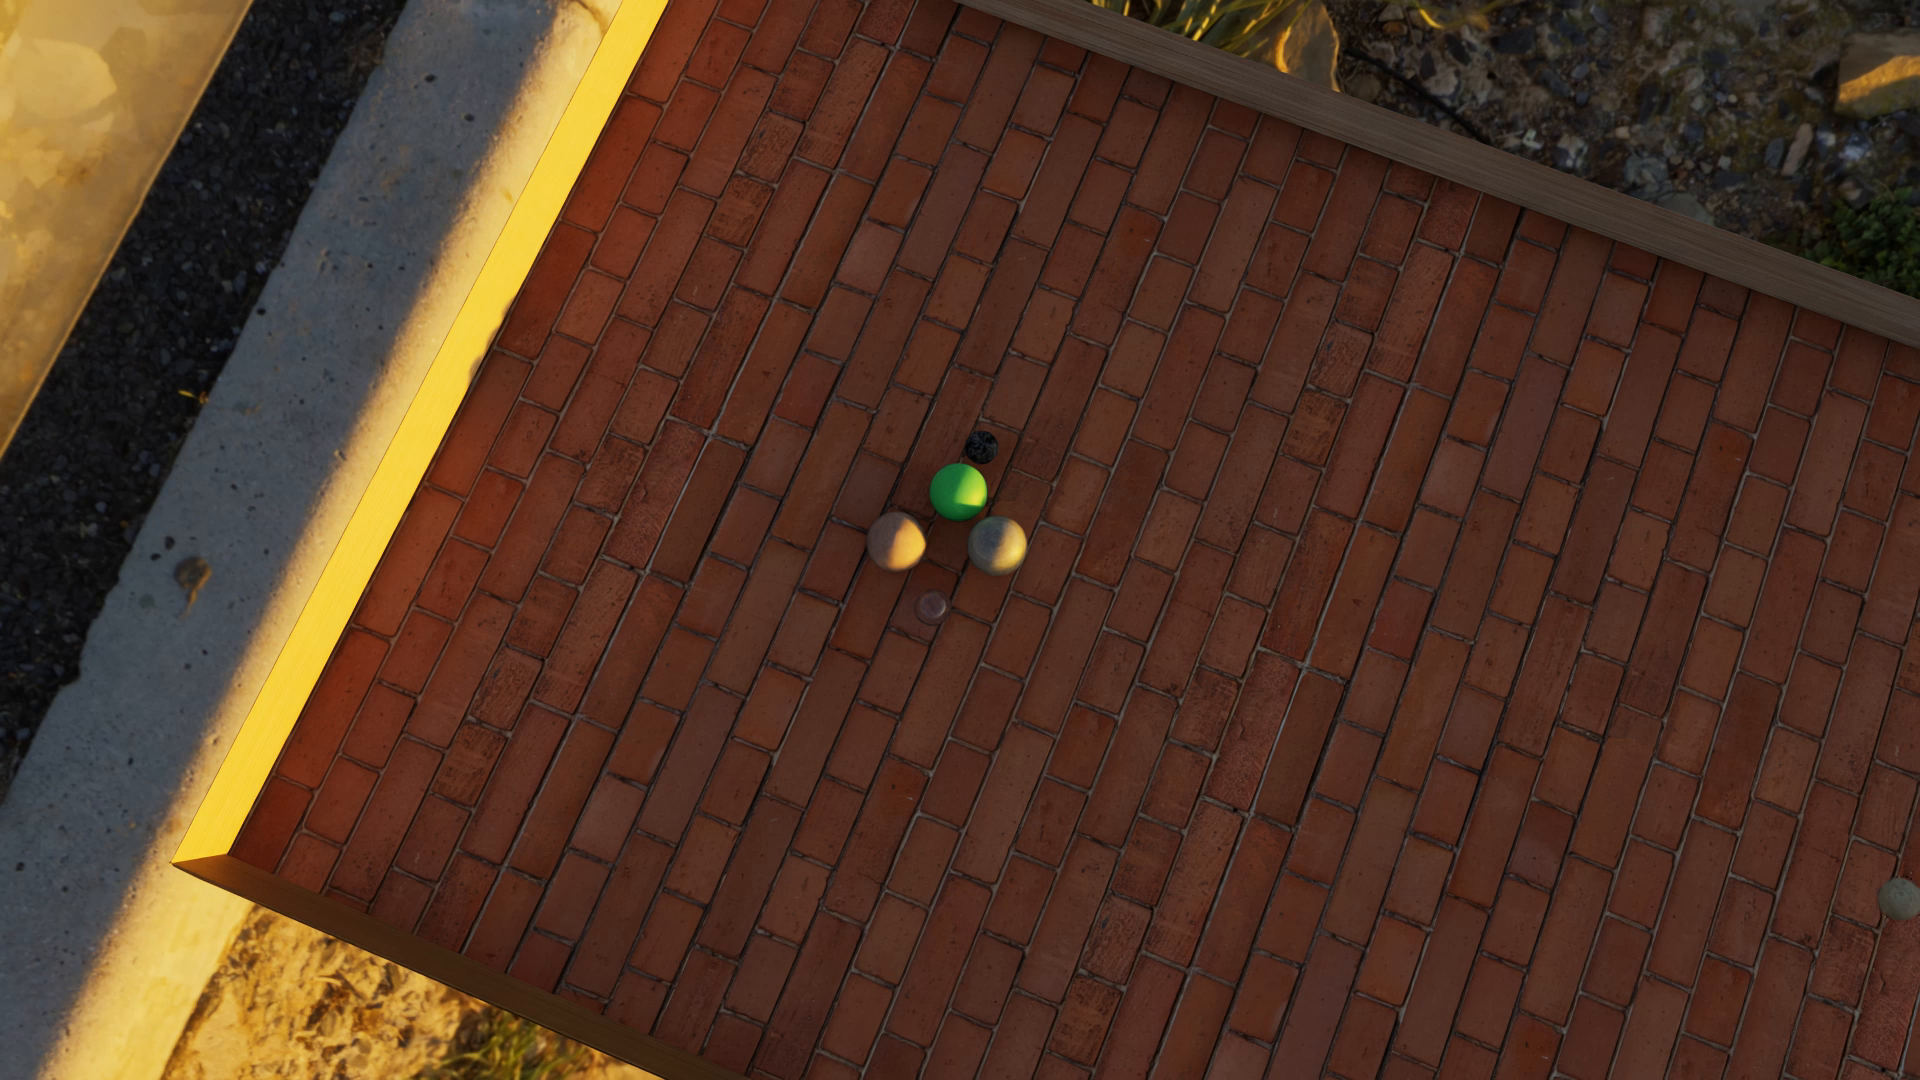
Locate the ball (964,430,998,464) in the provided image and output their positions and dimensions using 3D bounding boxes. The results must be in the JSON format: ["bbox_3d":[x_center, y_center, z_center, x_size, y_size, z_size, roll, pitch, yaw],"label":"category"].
[{"bbox_3d":[0.034,-0.146,3.456,0.053,0.053,0.053,0,72,0],"label":"ball"}]

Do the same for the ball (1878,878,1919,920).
[{"bbox_3d":[1.382,0.528,3.233,0.062,0.062,0.062,0,72,0],"label":"ball"}]

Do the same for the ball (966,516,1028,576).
[{"bbox_3d":[0.057,0.009,3.385,0.094,0.094,0.094,0,72,0],"label":"ball"}]

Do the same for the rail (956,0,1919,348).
[{"bbox_3d":[1.127,-0.478,3.527,3.414,0.122,0.045,21,73,7],"label":"rail"}]

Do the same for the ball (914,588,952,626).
[{"bbox_3d":[-0.042,0.103,3.373,0.057,0.057,0.057,0,72,0],"label":"ball"}]

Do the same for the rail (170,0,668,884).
[{"bbox_3d":[-0.767,-0.308,3.472,0.045,0.122,1.821,21,73,7],"label":"rail"}]

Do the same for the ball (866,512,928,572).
[{"bbox_3d":[-0.098,0.003,3.387,0.094,0.094,0.094,0,72,0],"label":"ball"}]

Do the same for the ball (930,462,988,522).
[{"bbox_3d":[-0.002,-0.074,3.413,0.091,0.091,0.091,0,72,0],"label":"ball"}]

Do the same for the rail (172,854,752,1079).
[{"bbox_3d":[0.451,1.082,3.020,3.414,0.122,0.045,21,73,7],"label":"rail"}]
